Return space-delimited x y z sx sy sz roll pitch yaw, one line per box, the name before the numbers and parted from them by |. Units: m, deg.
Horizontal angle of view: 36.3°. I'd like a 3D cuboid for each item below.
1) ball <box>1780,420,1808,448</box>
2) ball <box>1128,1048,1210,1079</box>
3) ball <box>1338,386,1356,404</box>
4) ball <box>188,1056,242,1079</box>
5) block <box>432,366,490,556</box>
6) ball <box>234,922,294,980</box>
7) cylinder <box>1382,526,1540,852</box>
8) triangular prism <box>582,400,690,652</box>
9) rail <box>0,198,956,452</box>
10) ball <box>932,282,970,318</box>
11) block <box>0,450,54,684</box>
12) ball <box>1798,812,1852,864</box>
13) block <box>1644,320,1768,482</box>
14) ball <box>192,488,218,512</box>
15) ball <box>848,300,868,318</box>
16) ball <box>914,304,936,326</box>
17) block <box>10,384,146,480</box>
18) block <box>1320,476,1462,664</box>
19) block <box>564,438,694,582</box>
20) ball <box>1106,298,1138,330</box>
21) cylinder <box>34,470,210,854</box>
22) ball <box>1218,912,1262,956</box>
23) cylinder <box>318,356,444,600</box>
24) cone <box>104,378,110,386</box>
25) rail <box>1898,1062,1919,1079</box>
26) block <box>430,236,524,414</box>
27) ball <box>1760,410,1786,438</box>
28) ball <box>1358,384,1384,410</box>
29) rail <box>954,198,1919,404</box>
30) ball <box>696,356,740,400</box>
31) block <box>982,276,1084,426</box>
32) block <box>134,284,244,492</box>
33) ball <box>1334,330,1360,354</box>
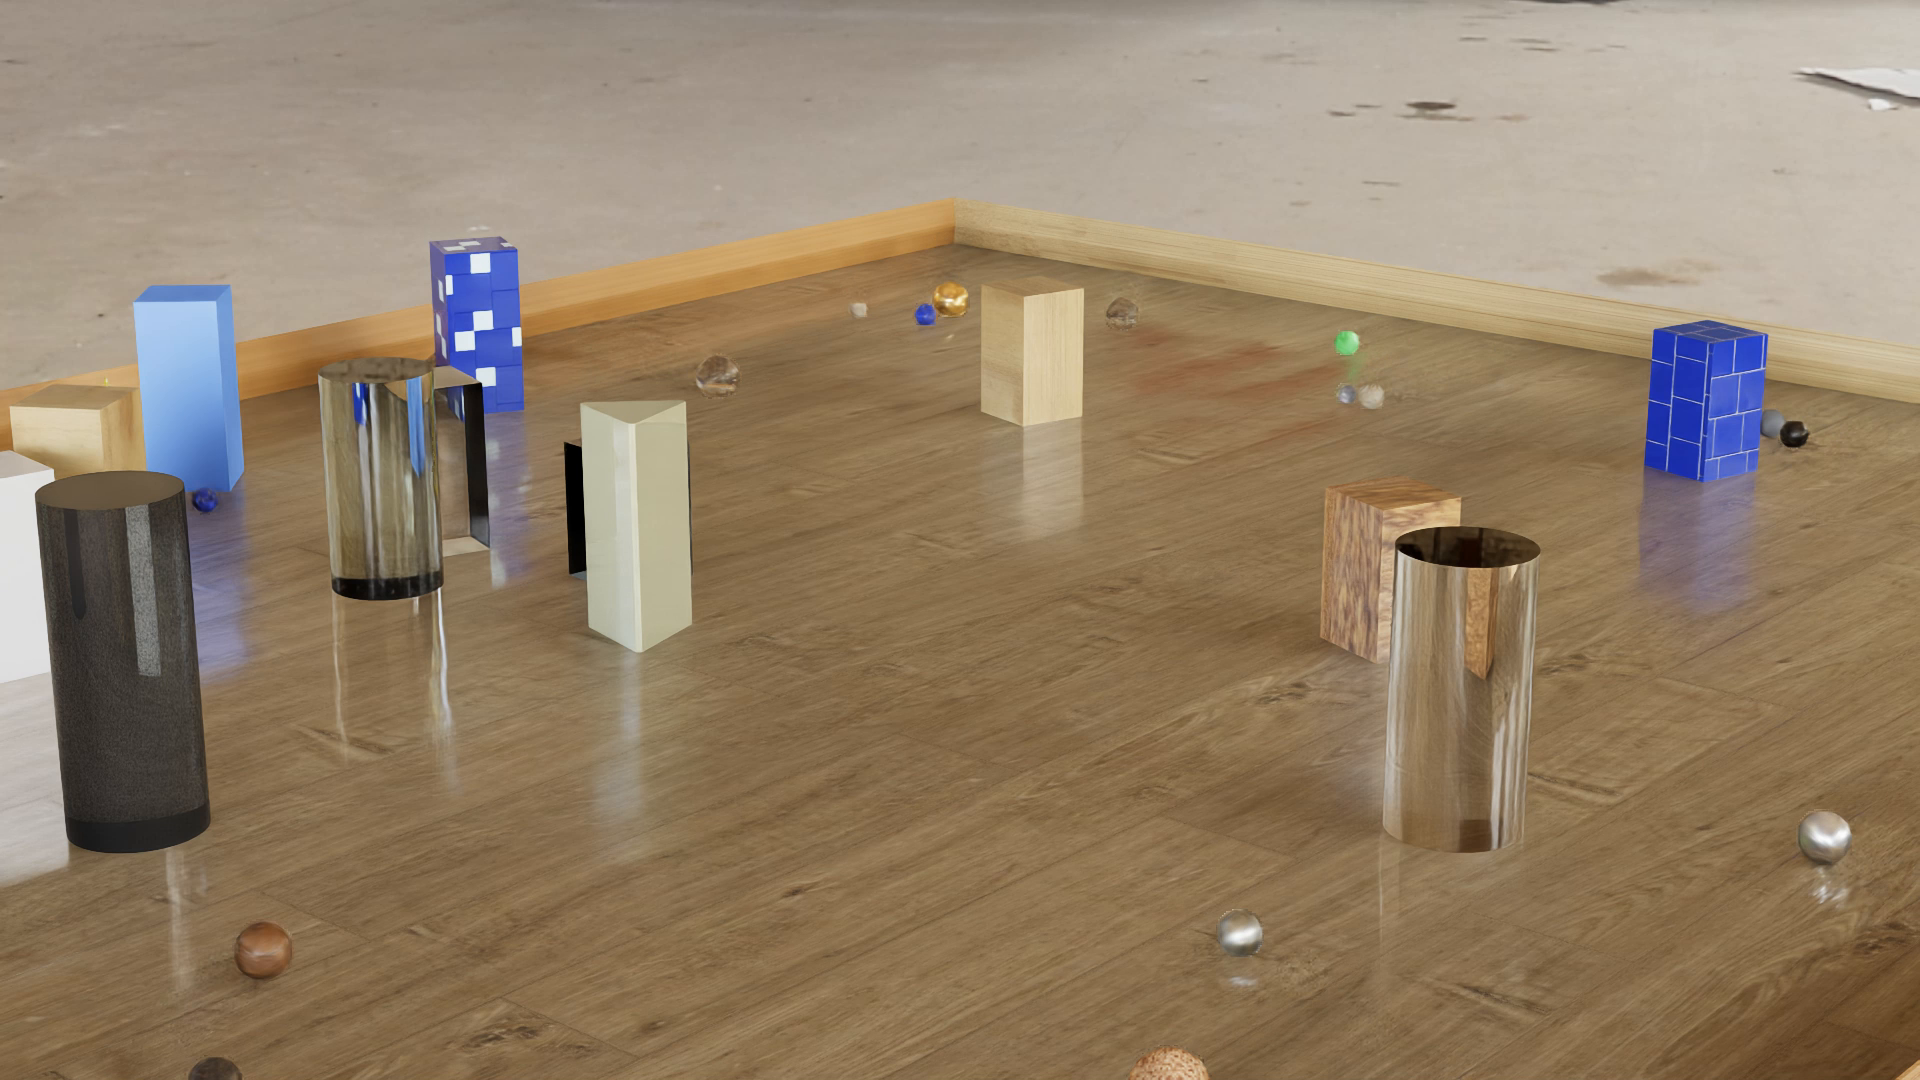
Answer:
ball | 1.728 -0.219 6.077 0.058 0.058 0.058 0 17 0
ball | 0.233 0.612 3.260 0.094 0.094 0.094 0 17 0
ball | 0.849 -0.319 6.436 0.042 0.042 0.042 0 17 0
ball | -0.841 0.614 3.306 0.062 0.062 0.062 0 17 0
block | -0.972 -0.142 5.374 0.157 0.315 0.157 -10 19 -29
ball | -0.864 0.510 3.636 0.072 0.072 0.072 0 17 0
cylinder | 0.693 0.205 4.060 0.197 0.410 0.197 0 17 0
triangular prism | -0.518 -0.033 4.886 0.147 0.389 0.170 -12 20 -34
rail | -1.581 -0.364 6.434 0.045 0.128 4.822 14 22 39
ball | -0.023 -0.595 7.269 0.090 0.090 0.090 0 17 0
block | -1.555 0.045 4.725 0.157 0.333 0.157 -15 22 -40
ball | 1.176 0.404 3.987 0.071 0.071 0.071 0 17 0
block | 1.499 -0.281 5.895 0.157 0.282 0.157 -11 20 -33
ball | -1.428 -0.075 5.547 0.047 0.047 0.047 0 17 0
ball | -0.253 -0.572 7.268 0.047 0.047 0.047 0 17 0
ball | -0.084 -0.552 7.189 0.054 0.054 0.054 0 17 0
block | -1.477 -0.053 4.952 0.157 0.389 0.157 3 17 9
block | 0.710 0.046 4.845 0.157 0.261 0.157 -9 19 -28
block | -0.588 -0.055 5.208 0.157 0.246 0.157 -16 23 -42
ball | 0.395 -0.550 7.139 0.079 0.079 0.079 0 17 0
cylinder | -1.153 0.167 4.047 0.197 0.491 0.197 0 17 0
ball | 0.354 0.498 3.703 0.056 0.056 0.056 0 17 0
cylinder | -1.013 -0.109 5.138 0.197 0.389 0.197 0 17 0
cone | -1.560 -0.149 5.398 0.197 0.316 0.197 0 17 0
rail | 1.581 0.428 3.806 0.045 0.128 4.822 14 22 39
block | -1.051 -0.466 6.381 0.157 0.356 0.157 -7 18 -21
ball | 1.705 -0.245 6.162 0.060 0.060 0.060 0 17 0
ball | 0.895 -0.312 6.385 0.058 0.058 0.058 0 17 0
rail | 1.565 -0.488 6.846 4.234 0.128 0.045 14 22 39
ball | -0.535 -0.358 6.472 0.097 0.097 0.097 0 17 0
block | 0.155 -0.409 6.319 0.157 0.282 0.157 -11 20 -33
block | -1.518 -0.299 5.782 0.157 0.382 0.157 -1 17 -3
ball | 0.910 -0.464 6.890 0.057 0.057 0.057 0 17 0
